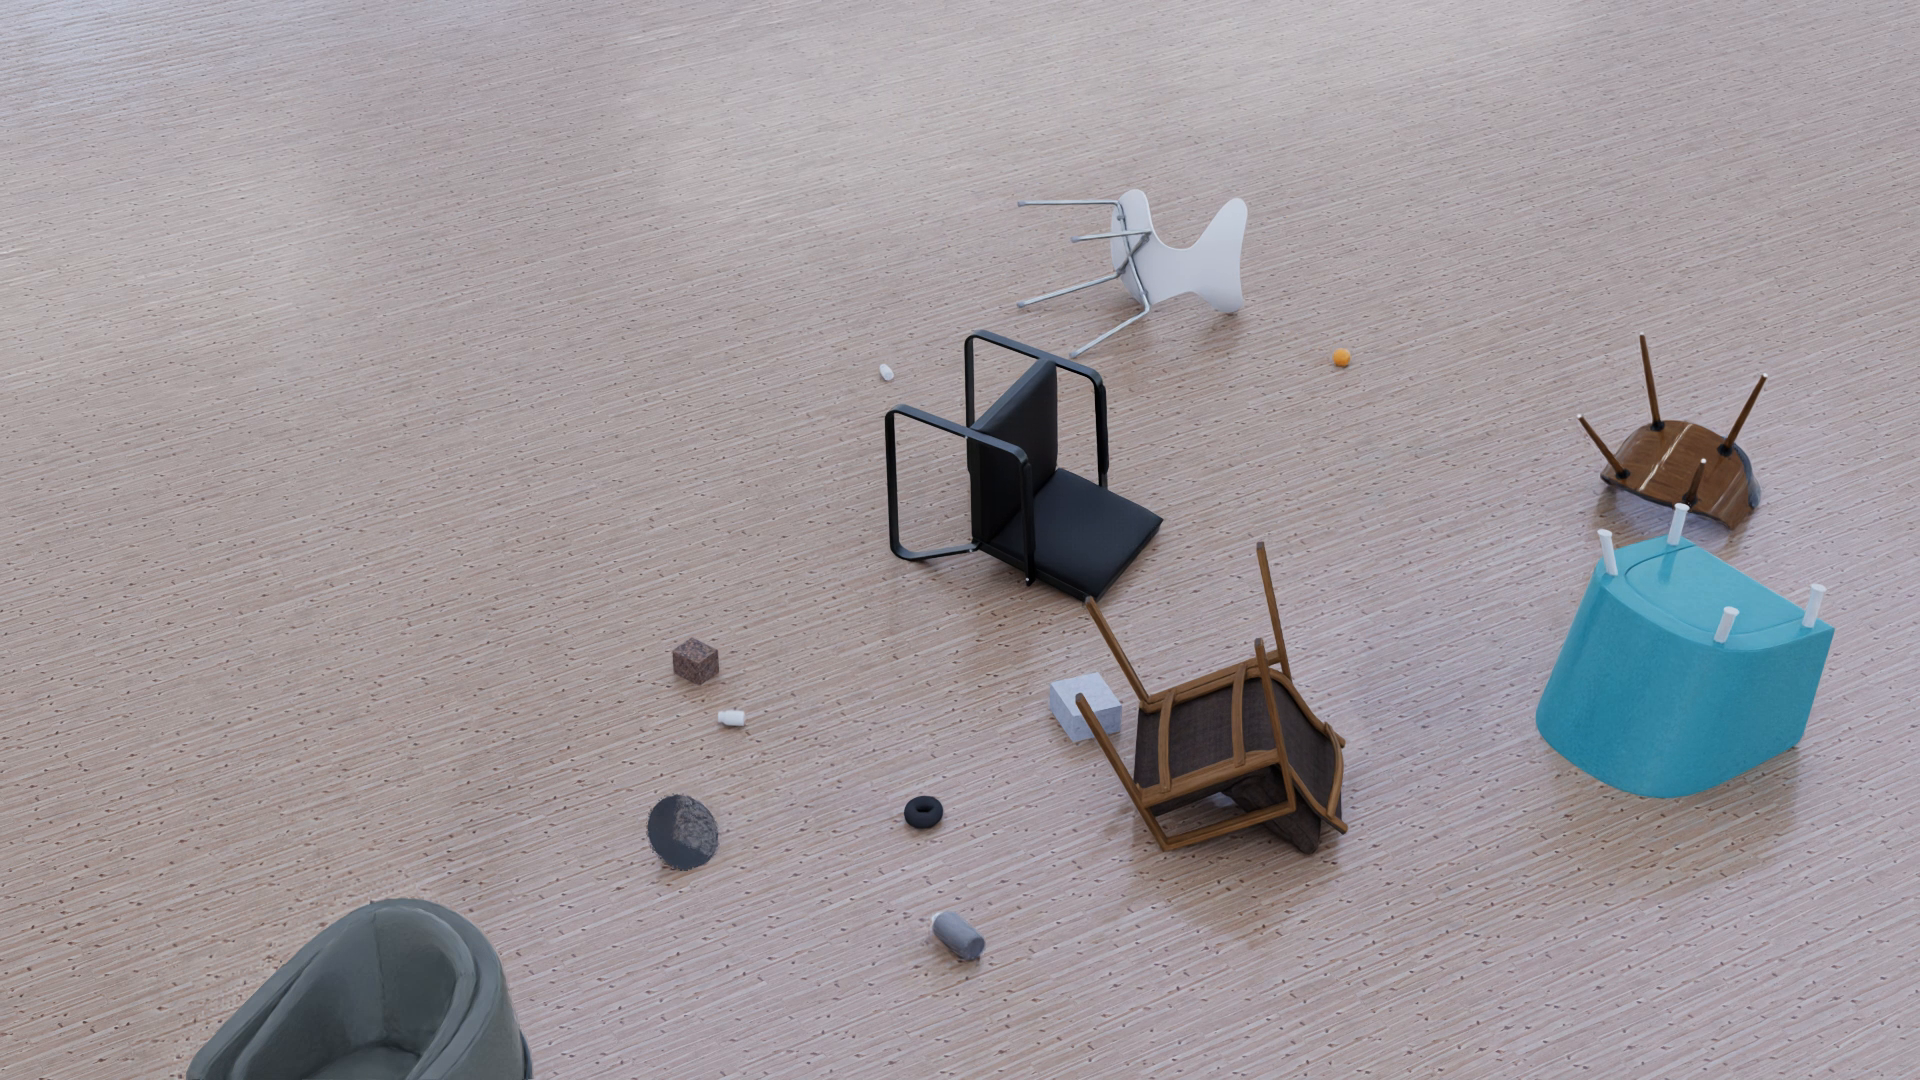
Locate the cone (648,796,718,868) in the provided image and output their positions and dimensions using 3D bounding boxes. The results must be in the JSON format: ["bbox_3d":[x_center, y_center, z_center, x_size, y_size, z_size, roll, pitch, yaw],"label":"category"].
[{"bbox_3d":[-0.917,0.951,9.420,0.250,0.131,0.236,27,61,-21],"label":"cone"}]

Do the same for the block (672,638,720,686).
[{"bbox_3d":[-0.920,0.423,10.214,0.122,0.097,0.101,23,40,31],"label":"block"}]

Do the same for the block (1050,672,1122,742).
[{"bbox_3d":[0.427,0.568,9.982,0.177,0.110,0.205,-12,35,-17],"label":"block"}]

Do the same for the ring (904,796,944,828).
[{"bbox_3d":[-0.119,0.886,9.550,0.124,0.055,0.137,21,37,26],"label":"ring"}]
